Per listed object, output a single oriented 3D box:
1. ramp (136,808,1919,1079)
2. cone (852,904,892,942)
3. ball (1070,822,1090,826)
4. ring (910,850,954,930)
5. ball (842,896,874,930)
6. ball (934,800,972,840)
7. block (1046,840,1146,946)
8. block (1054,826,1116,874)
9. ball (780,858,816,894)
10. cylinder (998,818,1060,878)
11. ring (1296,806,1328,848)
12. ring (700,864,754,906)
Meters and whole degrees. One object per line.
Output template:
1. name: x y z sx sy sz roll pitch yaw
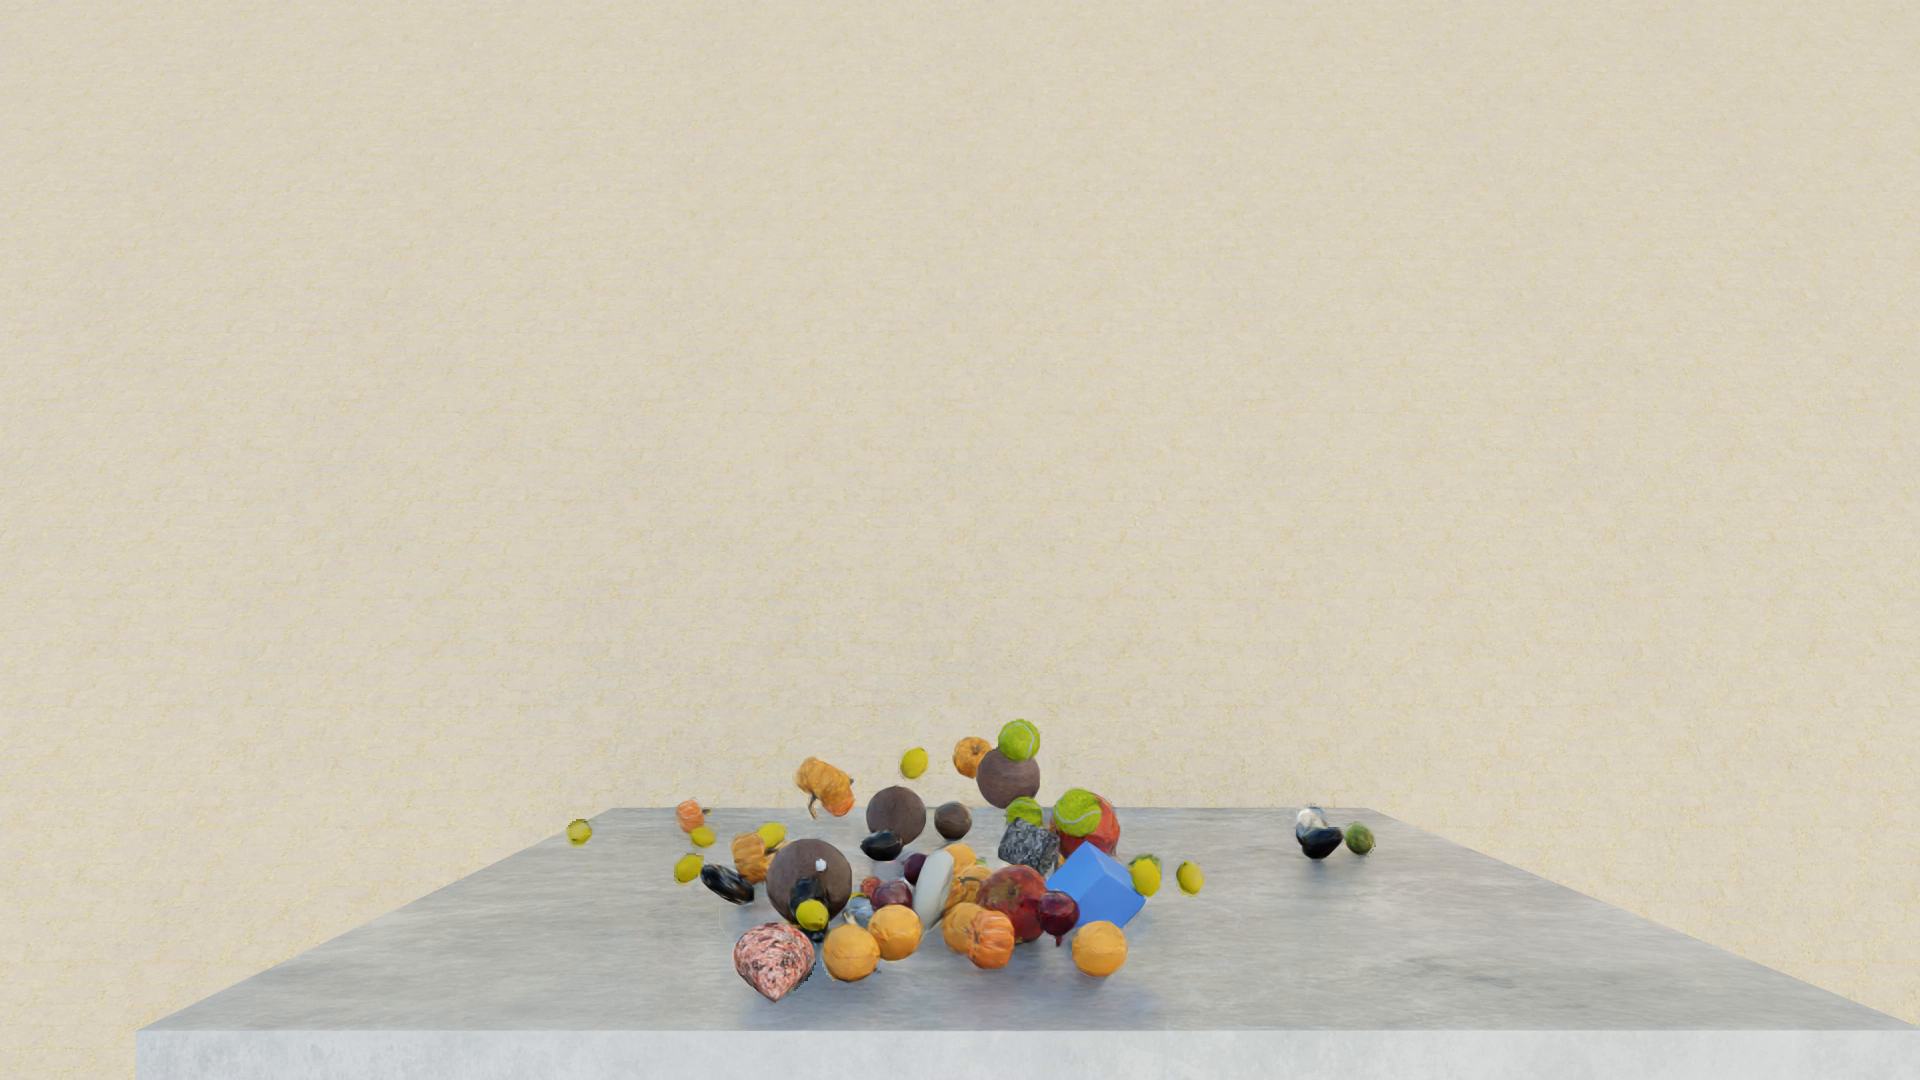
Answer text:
1. ramp: 0.080 0.679 4.898 2.000 0.100 4.000 0 -2 0
2. cone: -0.138 0.538 3.709 0.057 0.057 0.057 -22 51 30
3. ball: 0.233 0.590 5.032 0.088 0.088 0.088 0 36 0
4. ring: -0.039 0.496 3.682 0.039 0.117 0.117 16 39 9
5. ball: -0.153 0.564 3.934 0.051 0.051 0.051 0 36 0
6. ball: -0.015 0.621 5.759 0.086 0.086 0.086 0 36 0
7. block: 0.185 0.481 3.547 0.084 0.084 0.084 -48 28 9
8. block: 0.229 0.577 4.776 0.094 0.094 0.094 0 -2 -9
9. ball: -0.281 0.581 4.506 0.063 0.063 0.063 0 36 0
10. cylinder: 0.104 0.464 3.922 0.069 0.069 0.069 23 42 21
11. ring: 0.717 0.585 5.304 0.029 0.087 0.087 2 28 48
12. ring: -0.380 0.562 4.246 0.098 0.033 0.098 31 2 -1
